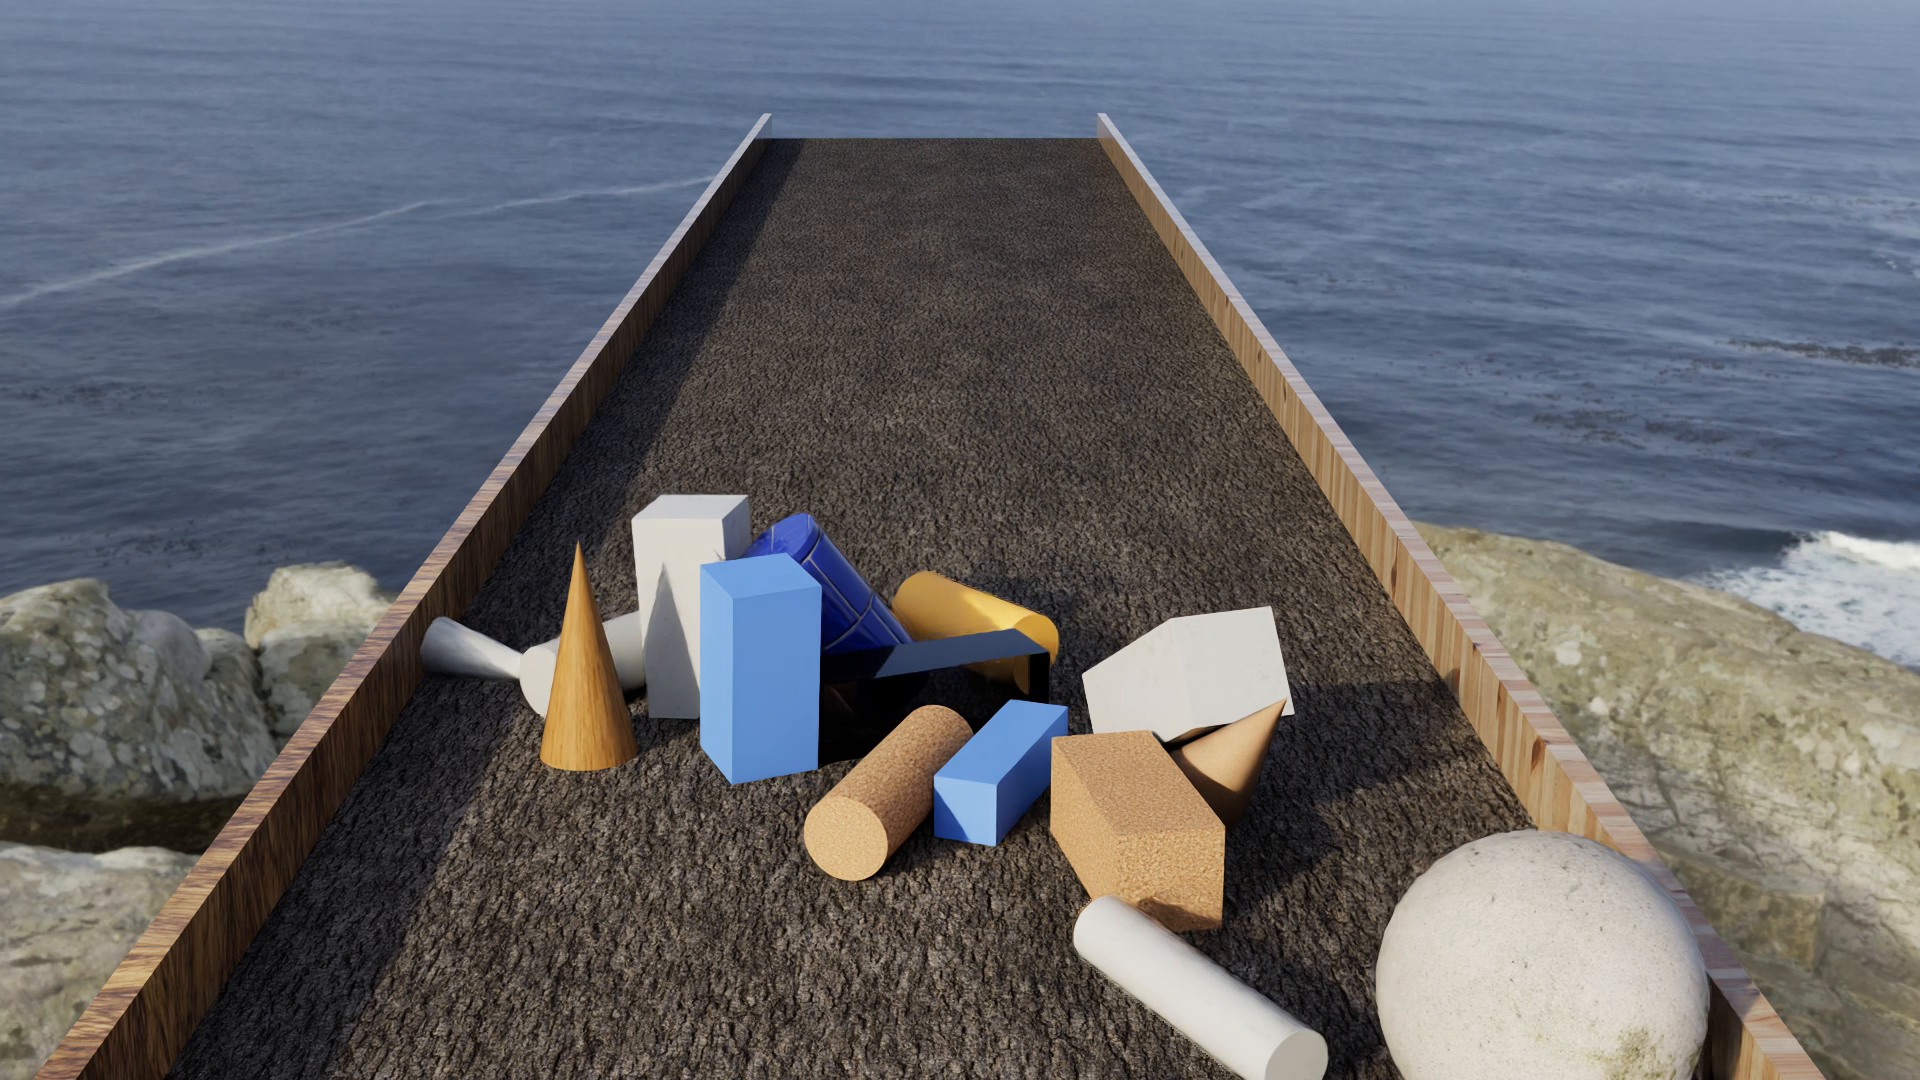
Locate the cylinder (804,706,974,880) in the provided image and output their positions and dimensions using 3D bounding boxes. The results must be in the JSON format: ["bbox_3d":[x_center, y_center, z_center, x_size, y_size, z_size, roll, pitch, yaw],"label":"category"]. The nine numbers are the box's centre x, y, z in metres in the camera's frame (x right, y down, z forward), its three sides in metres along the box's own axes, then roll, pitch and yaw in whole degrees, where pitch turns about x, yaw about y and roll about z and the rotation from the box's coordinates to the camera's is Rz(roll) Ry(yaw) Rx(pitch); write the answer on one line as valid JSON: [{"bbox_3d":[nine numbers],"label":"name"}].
[{"bbox_3d":[-0.108,0.408,3.609,0.141,0.141,0.422,6,18,19],"label":"cylinder"}]

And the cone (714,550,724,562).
[{"bbox_3d":[-0.376,0.158,4.034,0.119,0.362,0.119,-21,26,11],"label":"cone"}]

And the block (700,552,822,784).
[{"bbox_3d":[-0.350,0.223,3.838,0.160,0.350,0.160,-8,24,-25],"label":"block"}]

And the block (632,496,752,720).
[{"bbox_3d":[-0.489,0.124,4.118,0.172,0.385,0.172,0,16,11],"label":"block"}]

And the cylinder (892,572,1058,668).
[{"bbox_3d":[0.026,0.176,4.377,0.148,0.148,0.346,-13,21,-37],"label":"cylinder"}]

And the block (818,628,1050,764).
[{"bbox_3d":[-0.068,0.281,4.022,0.441,0.148,0.148,-7,18,-23],"label":"block"}]

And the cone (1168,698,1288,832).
[{"bbox_3d":[0.448,0.324,3.475,0.162,0.162,0.375,-6,-26,-19],"label":"cone"}]

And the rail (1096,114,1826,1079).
[{"bbox_3d":[0.932,-0.844,7.801,0.050,0.150,12.000,0,17,-1],"label":"rail"}]

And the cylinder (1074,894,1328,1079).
[{"bbox_3d":[0.317,0.615,2.979,0.103,0.103,0.447,-9,19,-28],"label":"cylinder"}]

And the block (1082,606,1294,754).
[{"bbox_3d":[0.377,0.259,3.711,0.180,0.180,0.411,-6,-14,-19],"label":"block"}]

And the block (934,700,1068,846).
[{"bbox_3d":[0.074,0.389,3.729,0.108,0.108,0.374,6,18,20],"label":"block"}]

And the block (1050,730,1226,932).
[{"bbox_3d":[0.270,0.449,3.427,0.164,0.164,0.396,-3,17,-11],"label":"block"}]

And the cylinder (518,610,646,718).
[{"bbox_3d":[-0.655,0.222,4.232,0.142,0.142,0.382,12,21,36],"label":"cylinder"}]

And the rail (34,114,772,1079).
[{"bbox_3d":[-1.118,-0.838,7.780,0.050,0.150,12.000,0,17,-1],"label":"rail"}]

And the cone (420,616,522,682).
[{"bbox_3d":[-0.859,0.250,4.287,0.373,0.114,0.114,14,20,16],"label":"cone"}]

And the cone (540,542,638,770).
[{"bbox_3d":[-0.666,0.189,3.891,0.176,0.398,0.176,0,17,0],"label":"cone"}]

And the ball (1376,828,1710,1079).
[{"bbox_3d":[0.707,0.551,2.683,0.394,0.394,0.394,0,17,0],"label":"ball"}]

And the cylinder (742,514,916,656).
[{"bbox_3d":[-0.242,0.136,4.096,0.179,0.347,0.179,-30,27,17],"label":"cylinder"}]
